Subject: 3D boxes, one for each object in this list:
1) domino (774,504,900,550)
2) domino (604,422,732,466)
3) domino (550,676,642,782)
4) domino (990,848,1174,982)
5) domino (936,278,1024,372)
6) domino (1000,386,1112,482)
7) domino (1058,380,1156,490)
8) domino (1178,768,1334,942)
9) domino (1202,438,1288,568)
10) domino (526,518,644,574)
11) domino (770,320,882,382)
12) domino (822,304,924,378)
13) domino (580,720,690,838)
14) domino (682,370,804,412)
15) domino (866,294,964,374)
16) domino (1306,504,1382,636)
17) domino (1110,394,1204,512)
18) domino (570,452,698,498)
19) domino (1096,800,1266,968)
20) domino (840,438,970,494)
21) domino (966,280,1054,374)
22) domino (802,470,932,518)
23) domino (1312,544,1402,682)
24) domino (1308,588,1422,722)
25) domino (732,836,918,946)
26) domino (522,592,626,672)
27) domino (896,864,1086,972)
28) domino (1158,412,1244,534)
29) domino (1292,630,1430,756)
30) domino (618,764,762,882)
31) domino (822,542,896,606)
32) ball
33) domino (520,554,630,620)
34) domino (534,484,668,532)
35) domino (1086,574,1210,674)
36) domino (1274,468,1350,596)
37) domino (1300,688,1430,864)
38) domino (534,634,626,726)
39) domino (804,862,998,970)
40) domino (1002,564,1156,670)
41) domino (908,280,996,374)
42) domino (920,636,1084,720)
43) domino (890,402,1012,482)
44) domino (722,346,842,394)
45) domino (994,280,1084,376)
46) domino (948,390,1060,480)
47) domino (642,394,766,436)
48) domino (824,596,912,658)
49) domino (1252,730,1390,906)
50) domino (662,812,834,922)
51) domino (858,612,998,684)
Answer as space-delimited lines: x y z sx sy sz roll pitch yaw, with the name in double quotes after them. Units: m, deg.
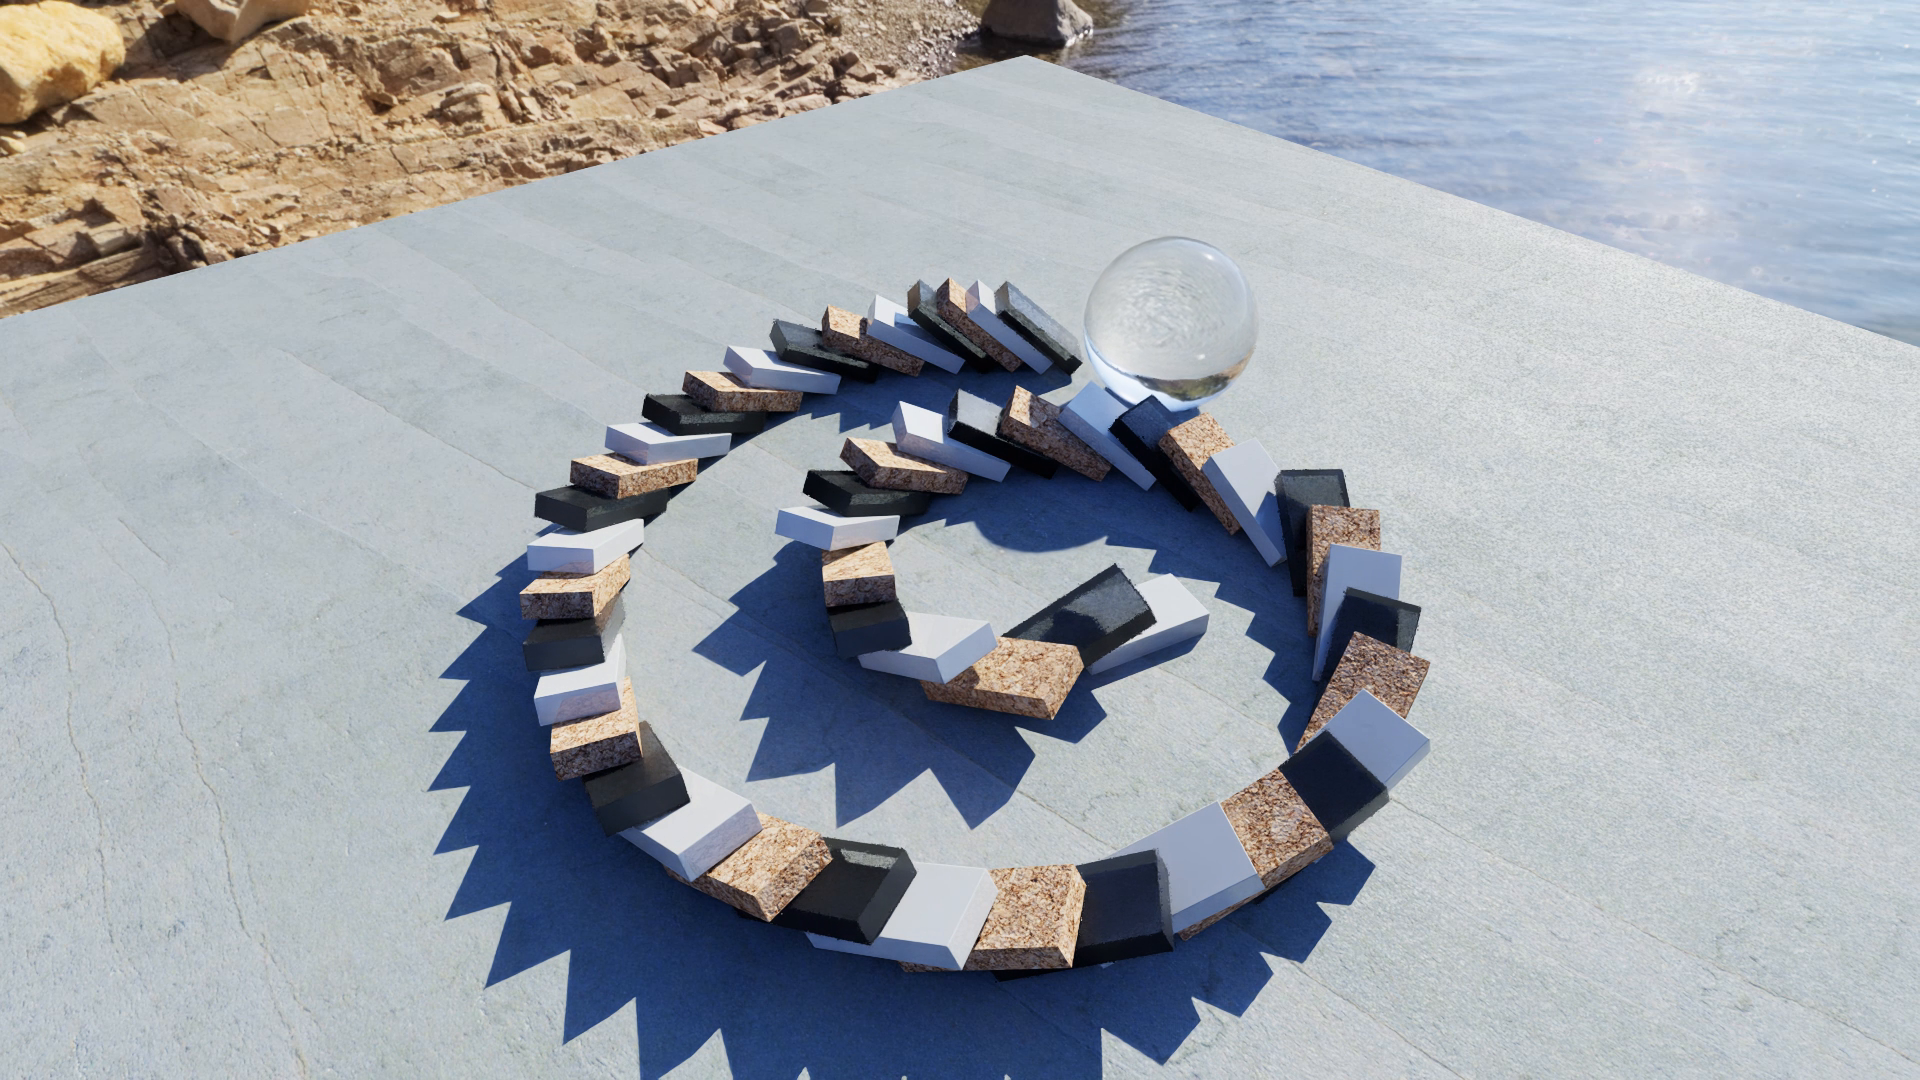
-0.047 -0.006 0.431 0.025 0.010 0.050 16 12 23 "domino"
-0.127 -0.044 0.481 0.025 0.010 0.050 22 20 25 "domino"
-0.117 0.060 0.355 0.025 0.009 0.050 -14 16 -15 "domino"
0.032 0.103 0.301 0.050 0.010 0.025 -18 35 19 "domino"
0.010 -0.108 0.550 0.050 0.010 0.025 34 30 -25 "domino"
0.043 -0.047 0.484 0.050 0.010 0.025 26 39 -9 "domino"
0.070 -0.046 0.483 0.050 0.010 0.025 39 48 5 "domino"
0.078 0.090 0.317 0.050 0.009 0.025 -32 44 1 "domino"
0.123 -0.016 0.447 0.025 0.010 0.050 -22 69 -24 "domino"
-0.144 0.001 0.426 0.025 0.010 0.050 3 14 4 "domino"
-0.066 -0.093 0.540 0.050 0.010 0.025 10 32 -31 "domino"
-0.044 -0.099 0.549 0.050 0.009 0.025 16 35 -21 "domino"
-0.102 0.072 0.339 0.025 0.010 0.050 -21 18 -23 "domino"
-0.101 -0.069 0.512 0.025 0.009 0.050 32 24 33 "domino"
-0.022 -0.103 0.551 0.050 0.010 0.025 22 35 -19 "domino"
0.144 0.012 0.412 0.025 0.009 0.050 5 66 5 "domino"
0.091 -0.038 0.473 0.025 0.010 0.050 -34 76 -35 "domino"
-0.136 -0.029 0.463 0.025 0.010 0.050 17 18 20 "domino"
0.057 0.097 0.309 0.050 0.010 0.025 -28 41 5 "domino"
-0.023 -0.031 0.464 0.050 0.010 0.025 3 29 -44 "domino"
0.025 -0.106 0.549 0.050 0.009 0.025 34 31 -26 "domino"
-0.037 -0.019 0.449 0.025 0.009 0.050 28 19 31 "domino"
0.142 0.028 0.393 0.025 0.010 0.050 10 66 11 "domino"
0.138 0.043 0.375 0.025 0.009 0.050 16 68 19 "domino"
-0.039 0.097 0.309 0.050 0.010 0.025 -4 32 36 "domino"
-0.135 0.032 0.389 0.025 0.010 0.050 -6 15 -8 "domino"
0.008 0.104 0.301 0.050 0.009 0.025 -12 33 26 "domino"
0.109 -0.028 0.462 0.025 0.009 0.050 -26 72 -29 "domino"
0.130 0.057 0.357 0.025 0.010 0.050 24 71 27 "domino"
-0.083 0.083 0.326 0.025 0.010 0.050 -33 24 -33 "domino"
-0.039 0.012 0.412 0.025 0.010 0.050 -6 14 -7 "domino"
0.097 -0.099 0.509 0.080 0.080 0.080 0 39 0 "ball"
-0.141 0.017 0.407 0.025 0.009 0.050 -2 15 -2 "domino"
-0.145 -0.015 0.447 0.025 0.010 0.050 16 17 19 "domino"
0.064 0.030 0.406 0.050 0.010 0.025 -17 42 -20 "domino"
0.140 -0.003 0.430 0.025 0.010 0.050 -1 66 -4 "domino"
0.117 0.072 0.339 0.050 0.009 0.025 -41 50 -7 "domino"
-0.127 0.046 0.371 0.025 0.010 0.050 -11 16 -12 "domino"
-0.017 0.102 0.303 0.050 0.009 0.025 -6 32 34 "domino"
0.041 0.032 0.389 0.050 0.009 0.025 -32 44 -1 "domino"
-0.004 -0.106 0.548 0.050 0.010 0.025 33 31 -27 "domino"
0.014 0.045 0.374 0.050 0.010 0.025 3 40 35 "domino"
-0.004 -0.043 0.479 0.050 0.010 0.025 16 33 -24 "domino"
-0.085 -0.081 0.527 0.050 0.009 0.025 -1 31 -43 "domino"
0.039 -0.106 0.548 0.050 0.010 0.025 34 31 -26 "domino"
0.020 -0.046 0.484 0.050 0.009 0.025 21 37 -15 "domino"
-0.115 -0.057 0.498 0.025 0.009 0.050 28 23 30 "domino"
-0.034 0.028 0.392 0.025 0.010 0.050 -11 15 -9 "domino"
0.099 0.082 0.327 0.050 0.010 0.025 -37 47 -3 "domino"
-0.063 0.091 0.317 0.050 0.009 0.025 2 32 44 "domino"
-0.013 0.036 0.380 0.025 0.010 0.050 -31 19 -32 "domino"
